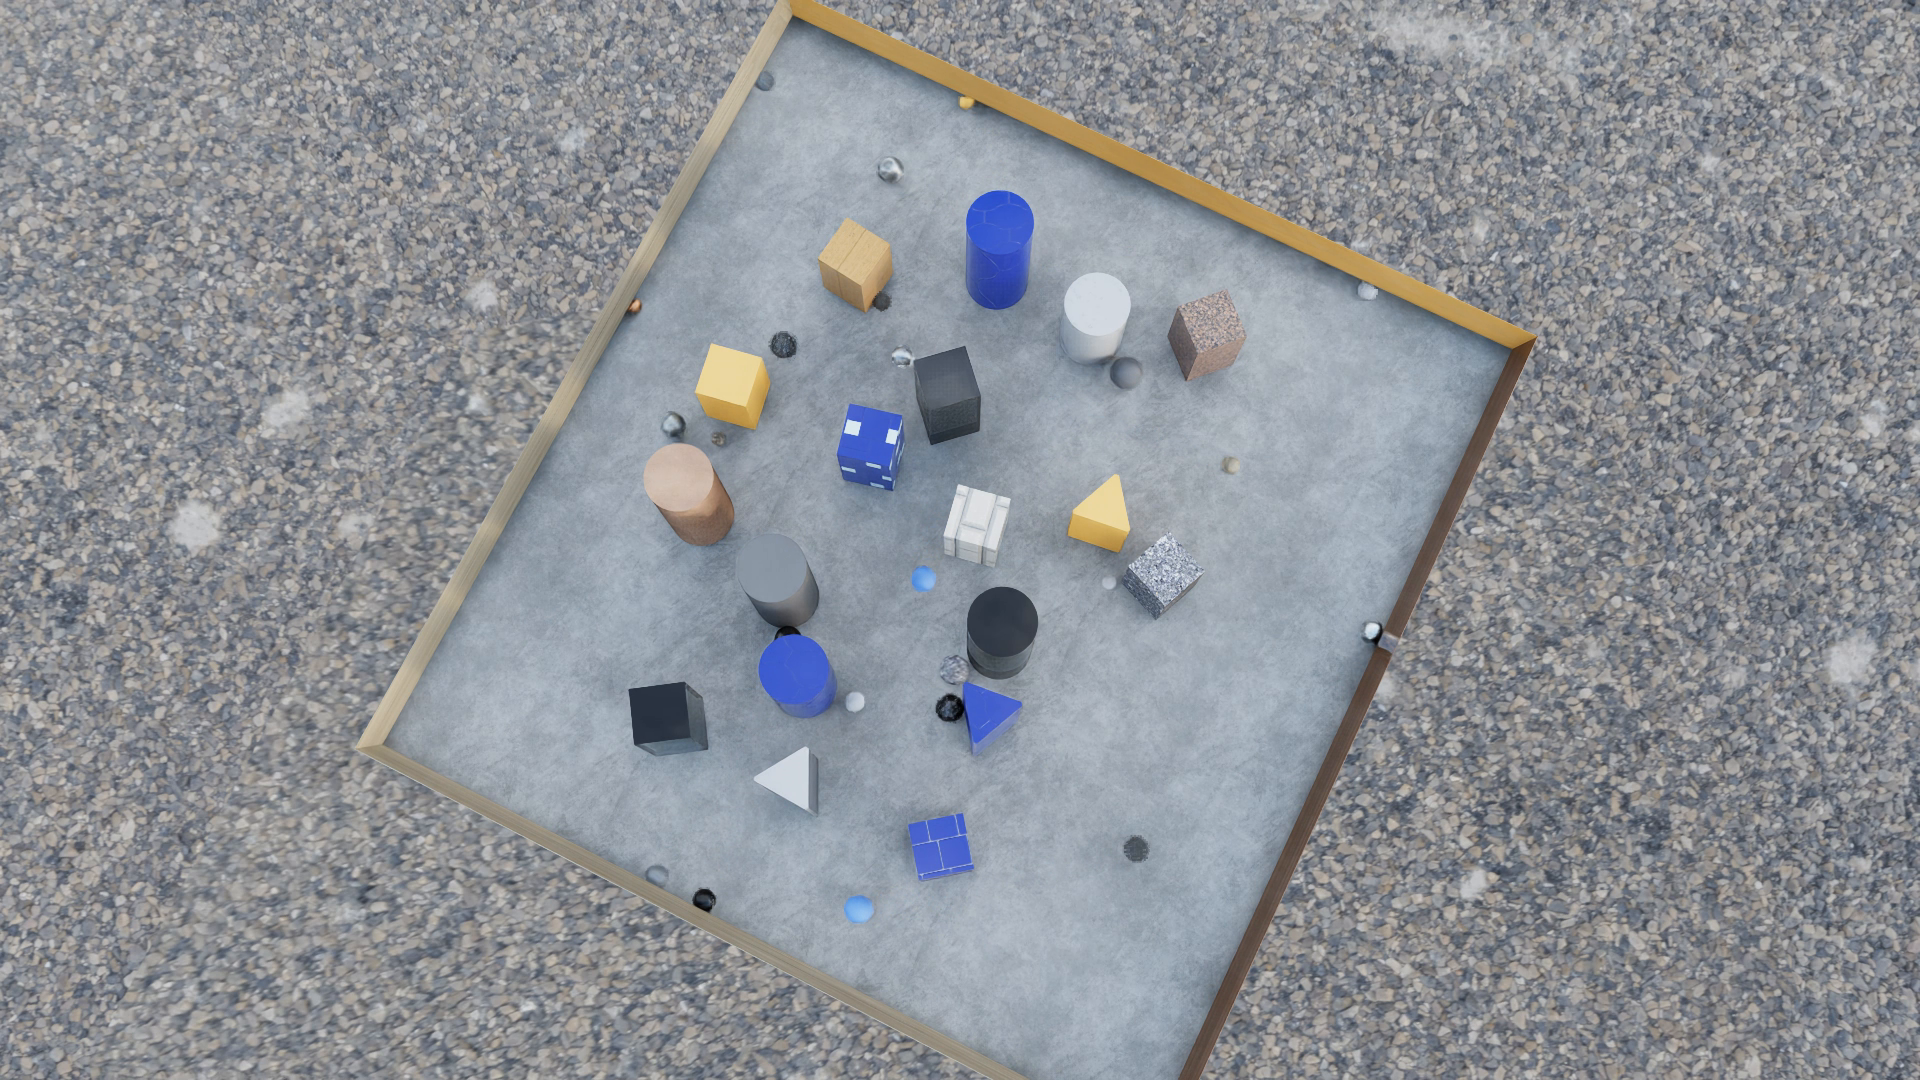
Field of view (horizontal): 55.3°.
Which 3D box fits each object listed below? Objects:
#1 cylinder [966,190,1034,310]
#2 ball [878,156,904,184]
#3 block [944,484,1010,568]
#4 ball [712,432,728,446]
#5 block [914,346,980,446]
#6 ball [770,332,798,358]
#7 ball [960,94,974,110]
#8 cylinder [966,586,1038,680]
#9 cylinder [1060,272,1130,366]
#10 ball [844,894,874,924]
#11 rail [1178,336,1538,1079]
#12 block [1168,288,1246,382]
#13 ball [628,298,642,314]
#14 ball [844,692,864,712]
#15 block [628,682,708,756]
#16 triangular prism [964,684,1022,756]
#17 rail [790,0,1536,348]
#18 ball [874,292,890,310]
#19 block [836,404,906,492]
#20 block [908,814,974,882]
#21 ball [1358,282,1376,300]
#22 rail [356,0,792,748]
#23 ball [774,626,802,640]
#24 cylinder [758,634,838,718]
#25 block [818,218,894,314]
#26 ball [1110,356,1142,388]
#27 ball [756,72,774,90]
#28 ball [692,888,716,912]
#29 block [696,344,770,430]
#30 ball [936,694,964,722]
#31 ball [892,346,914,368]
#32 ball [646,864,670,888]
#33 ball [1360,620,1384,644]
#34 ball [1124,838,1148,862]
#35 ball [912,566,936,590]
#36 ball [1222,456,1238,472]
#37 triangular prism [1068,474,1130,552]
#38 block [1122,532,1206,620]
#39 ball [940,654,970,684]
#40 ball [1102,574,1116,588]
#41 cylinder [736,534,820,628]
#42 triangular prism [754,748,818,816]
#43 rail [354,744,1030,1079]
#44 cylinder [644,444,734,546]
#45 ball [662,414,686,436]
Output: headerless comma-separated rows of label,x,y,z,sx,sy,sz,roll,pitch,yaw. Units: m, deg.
cylinder,0.116,-0.871,5.547,0.198,0.489,0.198,0,78,0
ball,-0.219,-1.173,5.817,0.084,0.084,0.084,0,78,0
block,0.050,-0.039,5.484,0.158,0.276,0.158,16,79,3
ball,-0.742,-0.313,5.658,0.046,0.046,0.046,0,78,0
block,-0.038,-0.429,5.505,0.158,0.394,0.158,-16,79,-3
ball,-0.548,-0.605,5.700,0.082,0.082,0.082,0,78,0
ball,0.023,-1.406,5.883,0.047,0.047,0.047,0,78,0
cylinder,0.118,0.275,5.309,0.198,0.491,0.198,0,78,0
cylinder,0.410,-0.673,5.603,0.198,0.298,0.198,0,78,0
ball,-0.294,1.079,5.351,0.083,0.083,0.083,0,78,0
rail,1.144,0.567,5.433,0.045,0.128,2.714,26,80,5
block,0.752,-0.623,5.599,0.158,0.287,0.158,-20,79,-4
ball,-1.022,-0.732,5.745,0.046,0.046,0.046,0,78,0
ball,-0.315,0.486,5.486,0.059,0.059,0.059,0,78,0
block,-0.841,0.523,5.314,0.158,0.380,0.158,-7,78,-2
triangular prism,0.059,0.496,5.301,0.171,0.417,0.148,-39,81,-7
rail,0.596,-1.161,5.790,2.606,0.128,0.045,26,80,5
ball,-0.245,-0.747,5.743,0.055,0.055,0.055,0,78,0
block,-0.265,-0.276,5.512,0.158,0.317,0.158,13,79,3
block,-0.054,0.891,5.294,0.158,0.271,0.158,-11,79,-2
ball,1.276,-0.783,5.749,0.058,0.058,0.058,0,78,0
rail,-1.144,-0.553,5.665,0.045,0.128,2.714,26,80,5
ball,-0.516,0.301,5.511,0.085,0.085,0.085,0,78,0
cylinder,-0.468,0.401,5.343,0.198,0.374,0.198,0,78,0
block,-0.320,-0.846,5.660,0.158,0.258,0.158,33,80,6
ball,0.513,-0.517,5.673,0.099,0.099,0.099,0,78,0
ball,-0.627,-1.475,5.891,0.061,0.061,0.061,0,78,0
ball,-0.749,1.055,5.363,0.070,0.070,0.070,0,78,0
block,-0.688,-0.464,5.579,0.158,0.263,0.158,16,79,3
ball,-0.030,0.502,5.470,0.083,0.083,0.083,0,78,0
ball,-0.178,-0.570,5.699,0.070,0.070,0.070,0,78,0
ball,-0.889,0.986,5.377,0.069,0.069,0.069,0,78,0
ball,1.241,0.279,5.522,0.072,0.072,0.072,0,78,0
ball,0.516,0.910,5.392,0.071,0.071,0.071,0,78,0
ball,-0.111,0.116,5.554,0.076,0.076,0.076,0,78,0
ball,0.831,-0.233,5.638,0.052,0.052,0.052,0,78,0
triangular prism,0.433,-0.091,5.476,0.171,0.312,0.148,19,79,4
block,0.602,0.110,5.462,0.158,0.259,0.158,-41,81,-8
ball,-0.016,0.389,5.490,0.091,0.091,0.091,0,78,0
ball,0.454,0.127,5.568,0.044,0.044,0.044,0,78,0
cylinder,-0.527,0.125,5.353,0.198,0.465,0.198,0,78,0
triangular prism,-0.464,0.679,5.289,0.171,0.366,0.148,29,80,6
rail,-0.596,1.175,5.307,2.606,0.128,0.045,26,80,5
cylinder,-0.793,-0.128,5.395,0.198,0.486,0.198,0,78,0
ball,-0.883,-0.355,5.653,0.073,0.073,0.073,0,78,0
